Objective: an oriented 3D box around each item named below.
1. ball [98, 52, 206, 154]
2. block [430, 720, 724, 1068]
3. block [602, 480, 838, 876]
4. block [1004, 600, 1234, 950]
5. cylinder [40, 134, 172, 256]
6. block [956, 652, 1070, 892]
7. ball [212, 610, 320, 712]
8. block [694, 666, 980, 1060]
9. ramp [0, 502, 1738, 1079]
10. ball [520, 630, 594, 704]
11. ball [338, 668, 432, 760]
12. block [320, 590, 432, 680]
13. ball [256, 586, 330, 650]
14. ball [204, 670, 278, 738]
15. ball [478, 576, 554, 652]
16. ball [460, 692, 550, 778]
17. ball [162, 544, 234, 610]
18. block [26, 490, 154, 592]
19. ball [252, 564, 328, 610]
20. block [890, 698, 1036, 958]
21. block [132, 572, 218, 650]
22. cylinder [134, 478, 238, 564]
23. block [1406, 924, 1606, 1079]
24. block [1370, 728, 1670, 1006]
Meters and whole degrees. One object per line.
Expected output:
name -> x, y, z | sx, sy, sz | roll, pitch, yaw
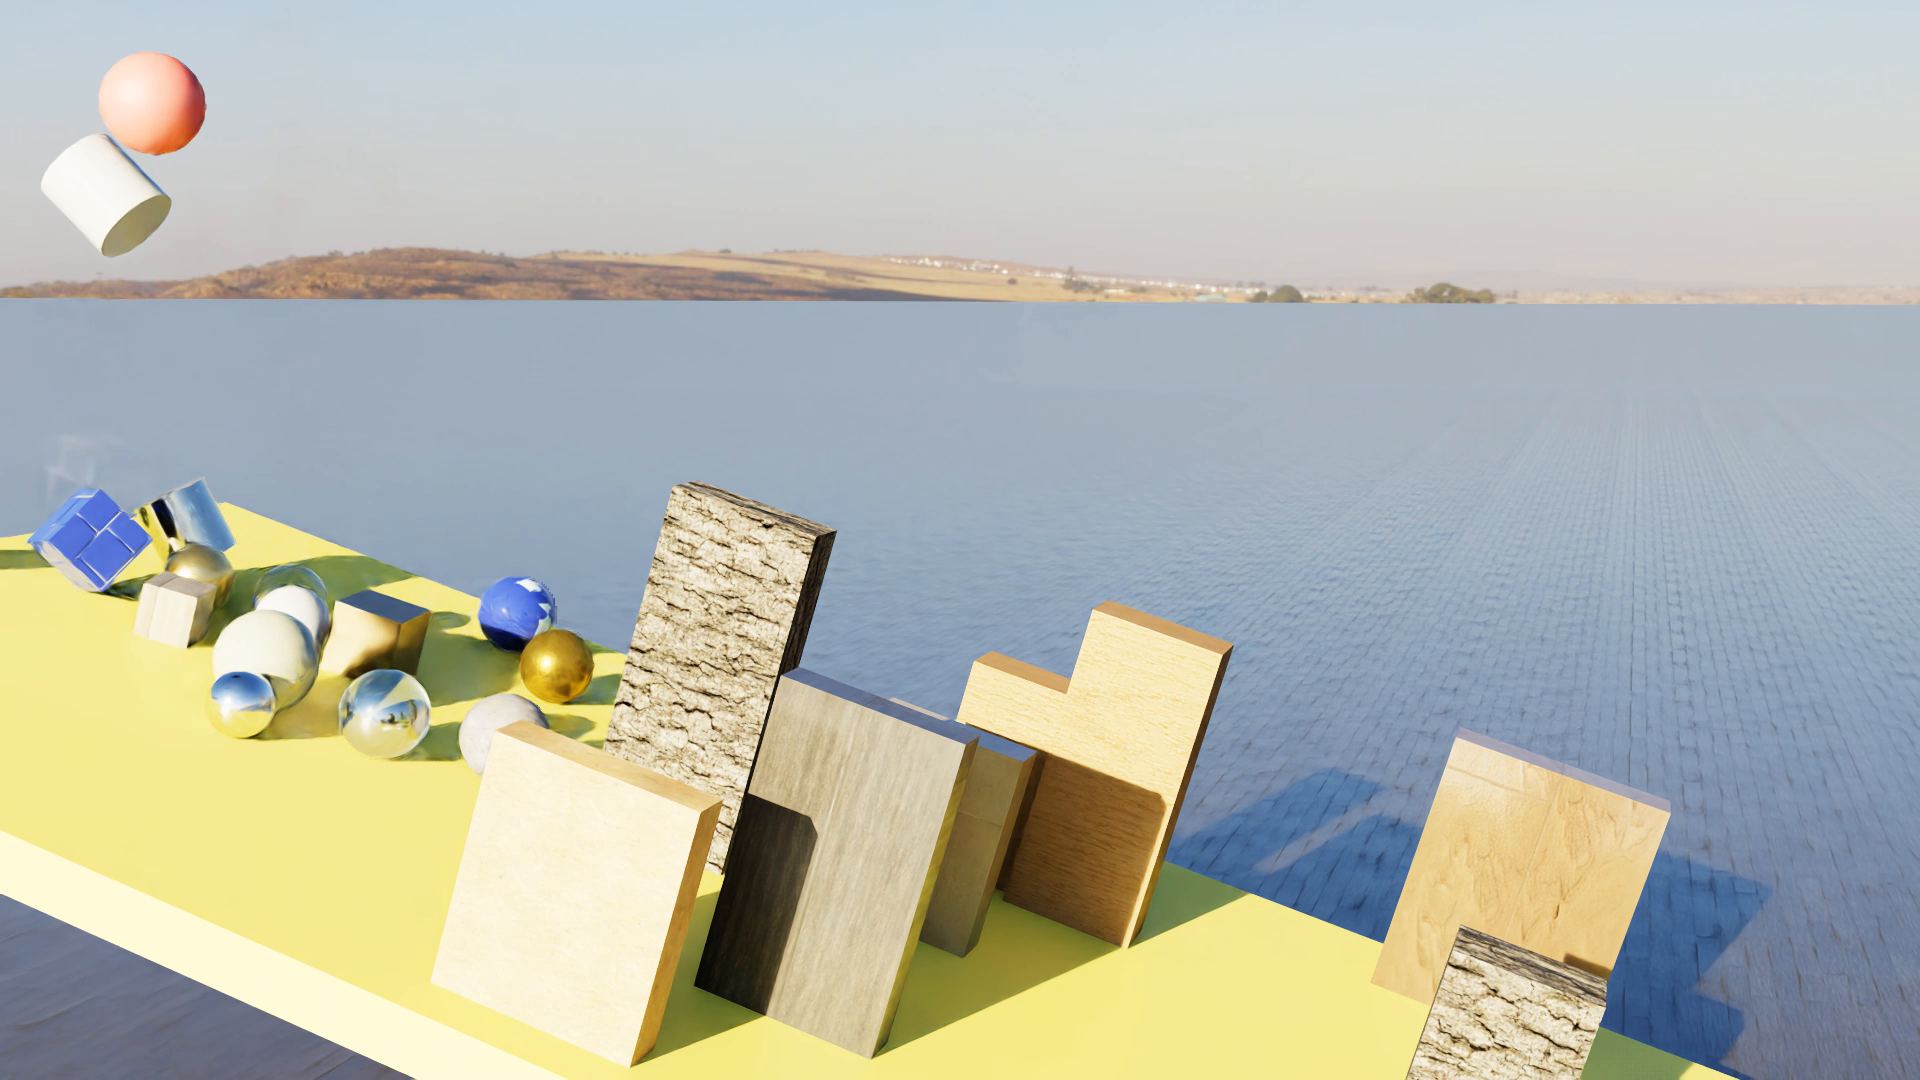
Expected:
ball -> -1.634, -0.884, 4.452 | 0.205, 0.205, 0.205 | 0, 7, 0
block -> -0.592, 0.542, 3.385 | 0.353, 0.426, 0.088 | 19, 12, 14
block -> -0.480, 0.262, 4.207 | 0.298, 0.686, 0.115 | 19, 12, 14
block -> 0.319, 0.473, 4.454 | 0.272, 0.637, 0.133 | 19, 12, 14
cylinder -> -1.746, -0.705, 4.500 | 0.177, 0.177, 0.177 | -45, -2, -2
block -> 0.157, 0.507, 4.561 | 0.372, 0.440, 0.131 | 19, 12, 14
ball -> -1.360, 0.237, 4.312 | 0.203, 0.203, 0.203 | 0, 7, 0
block -> -0.207, 0.532, 3.630 | 0.328, 0.561, 0.083 | 19, 12, 14
ramp -> -0.368, 0.708, 4.233 | 4.000, 0.100, 2.000 | 19, 12, 14
ball -> -0.892, 0.279, 4.868 | 0.163, 0.163, 0.163 | 0, 7, 0
ball -> -1.113, 0.336, 4.258 | 0.175, 0.175, 0.175 | 0, 7, 0
block -> -1.250, 0.212, 4.713 | 0.152, 0.152, 0.152 | 18, 12, 7
ball -> -1.411, 0.176, 4.645 | 0.158, 0.158, 0.158 | 0, 7, 0
ball -> -1.359, 0.309, 4.157 | 0.130, 0.130, 0.130 | 0, 7, 0
ball -> -1.036, 0.173, 5.133 | 0.177, 0.177, 0.177 | 0, 7, 0
ball -> -0.893, 0.389, 4.316 | 0.177, 0.177, 0.177 | 0, 7, 0
ball -> -1.650, 0.084, 4.762 | 0.151, 0.151, 0.151 | 0, 7, 0
block -> -1.834, 0.000, 4.636 | 0.151, 0.151, 0.151 | 1, 47, 51
ball -> -1.459, 0.131, 4.794 | 0.156, 0.156, 0.156 | 0, 7, 0
block -> -0.061, 0.544, 4.177 | 0.300, 0.401, 0.098 | 19, 12, 14
block -> -1.636, 0.146, 4.585 | 0.114, 0.114, 0.114 | 16, 11, -1
cylinder -> -1.723, -0.031, 4.897 | 0.162, 0.162, 0.162 | -23, 12, 5
block -> 0.842, 0.902, 3.547 | 0.243, 0.481, 0.148 | 19, 12, 14
block -> 1.162, 0.735, 4.578 | 0.445, 0.562, 0.110 | 19, 12, 14
